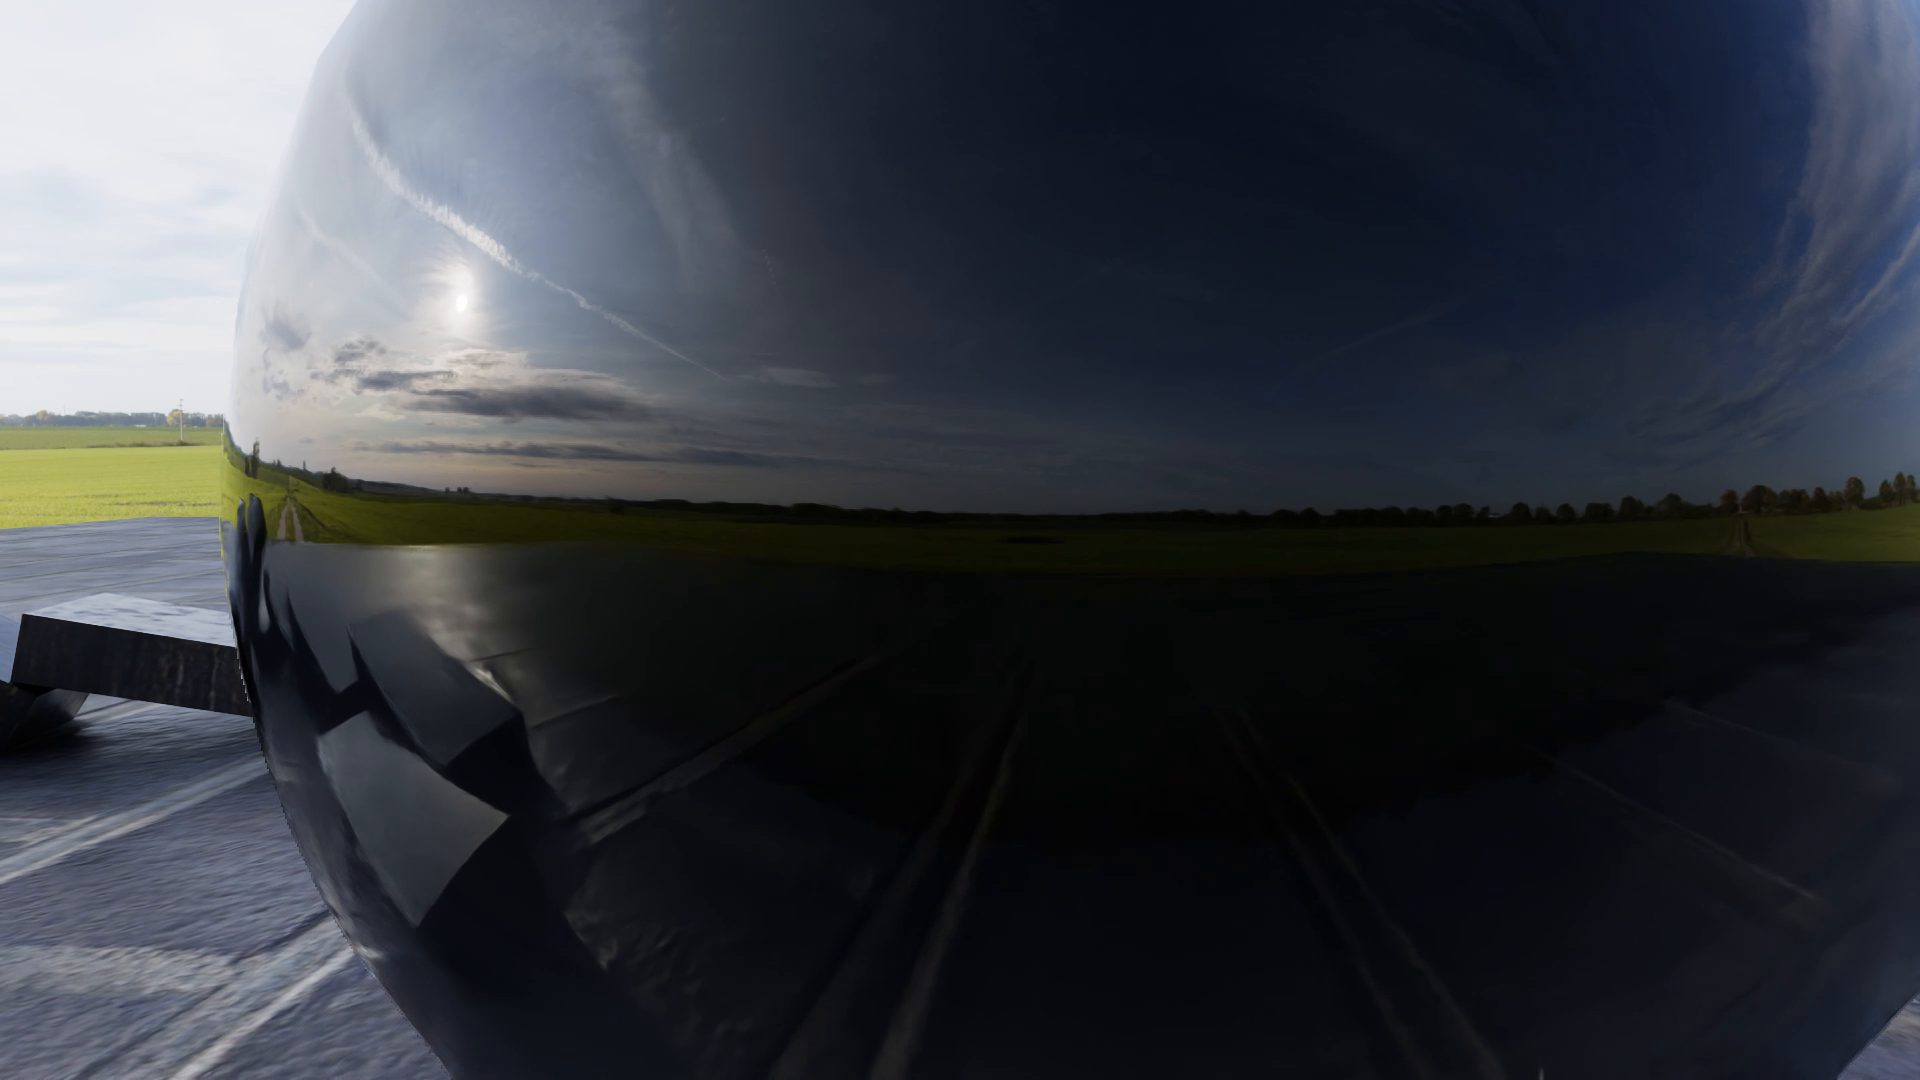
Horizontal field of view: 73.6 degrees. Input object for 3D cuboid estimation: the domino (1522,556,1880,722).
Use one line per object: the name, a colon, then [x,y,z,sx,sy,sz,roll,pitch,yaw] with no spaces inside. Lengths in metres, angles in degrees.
domino: [0.118,0.015,0.212,0.050,0.010,0.025,-16,6,-6]

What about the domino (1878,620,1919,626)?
domino: [0.182,0.018,0.260,0.050,0.010,0.025,-3,5,-37]

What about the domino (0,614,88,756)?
domino: [-0.152,0.012,0.180,0.050,0.009,0.025,32,-4,-15]

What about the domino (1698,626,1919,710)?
domino: [0.154,0.021,0.220,0.050,0.010,0.025,0,4,-6]

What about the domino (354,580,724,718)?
domino: [-0.067,0.017,0.206,0.050,0.009,0.025,12,2,12]

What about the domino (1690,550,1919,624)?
domino: [0.177,0.009,0.255,0.025,0.009,0.050,-3,5,-38]

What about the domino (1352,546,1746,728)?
domino: [0.090,0.015,0.202,0.050,0.009,0.025,-17,7,6]

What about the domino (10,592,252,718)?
domino: [-0.107,0.018,0.192,0.050,0.009,0.025,11,2,-12]

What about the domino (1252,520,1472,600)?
domino: [0.107,0.006,0.344,0.050,0.009,0.025,-16,-7,38]

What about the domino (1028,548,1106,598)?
domino: [0.028,0.009,0.383,0.025,0.009,0.050,1,4,14]

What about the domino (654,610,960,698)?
domino: [-0.028,0.020,0.236,0.050,0.009,0.025,2,5,22]

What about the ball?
ball: [0.007,-0.003,0.068,0.080,0.080,0.080,0,4,0]

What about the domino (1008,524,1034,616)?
domino: [0.006,0.007,0.339,0.025,0.010,0.050,0,16,5]

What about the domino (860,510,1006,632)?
domino: [-0.005,0.006,0.283,0.025,0.009,0.050,1,19,8]

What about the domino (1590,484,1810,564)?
domino: [0.160,0.004,0.289,0.025,0.009,0.050,-3,-25,-38]

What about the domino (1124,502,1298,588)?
domino: [0.075,0.001,0.385,0.050,0.025,0.009,0,4,2]

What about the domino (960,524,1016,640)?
domino: [-0.001,0.009,0.302,0.025,0.010,0.050,0,19,5]

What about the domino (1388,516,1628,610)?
domino: [0.137,0.006,0.321,0.050,0.009,0.025,-20,-10,39]
